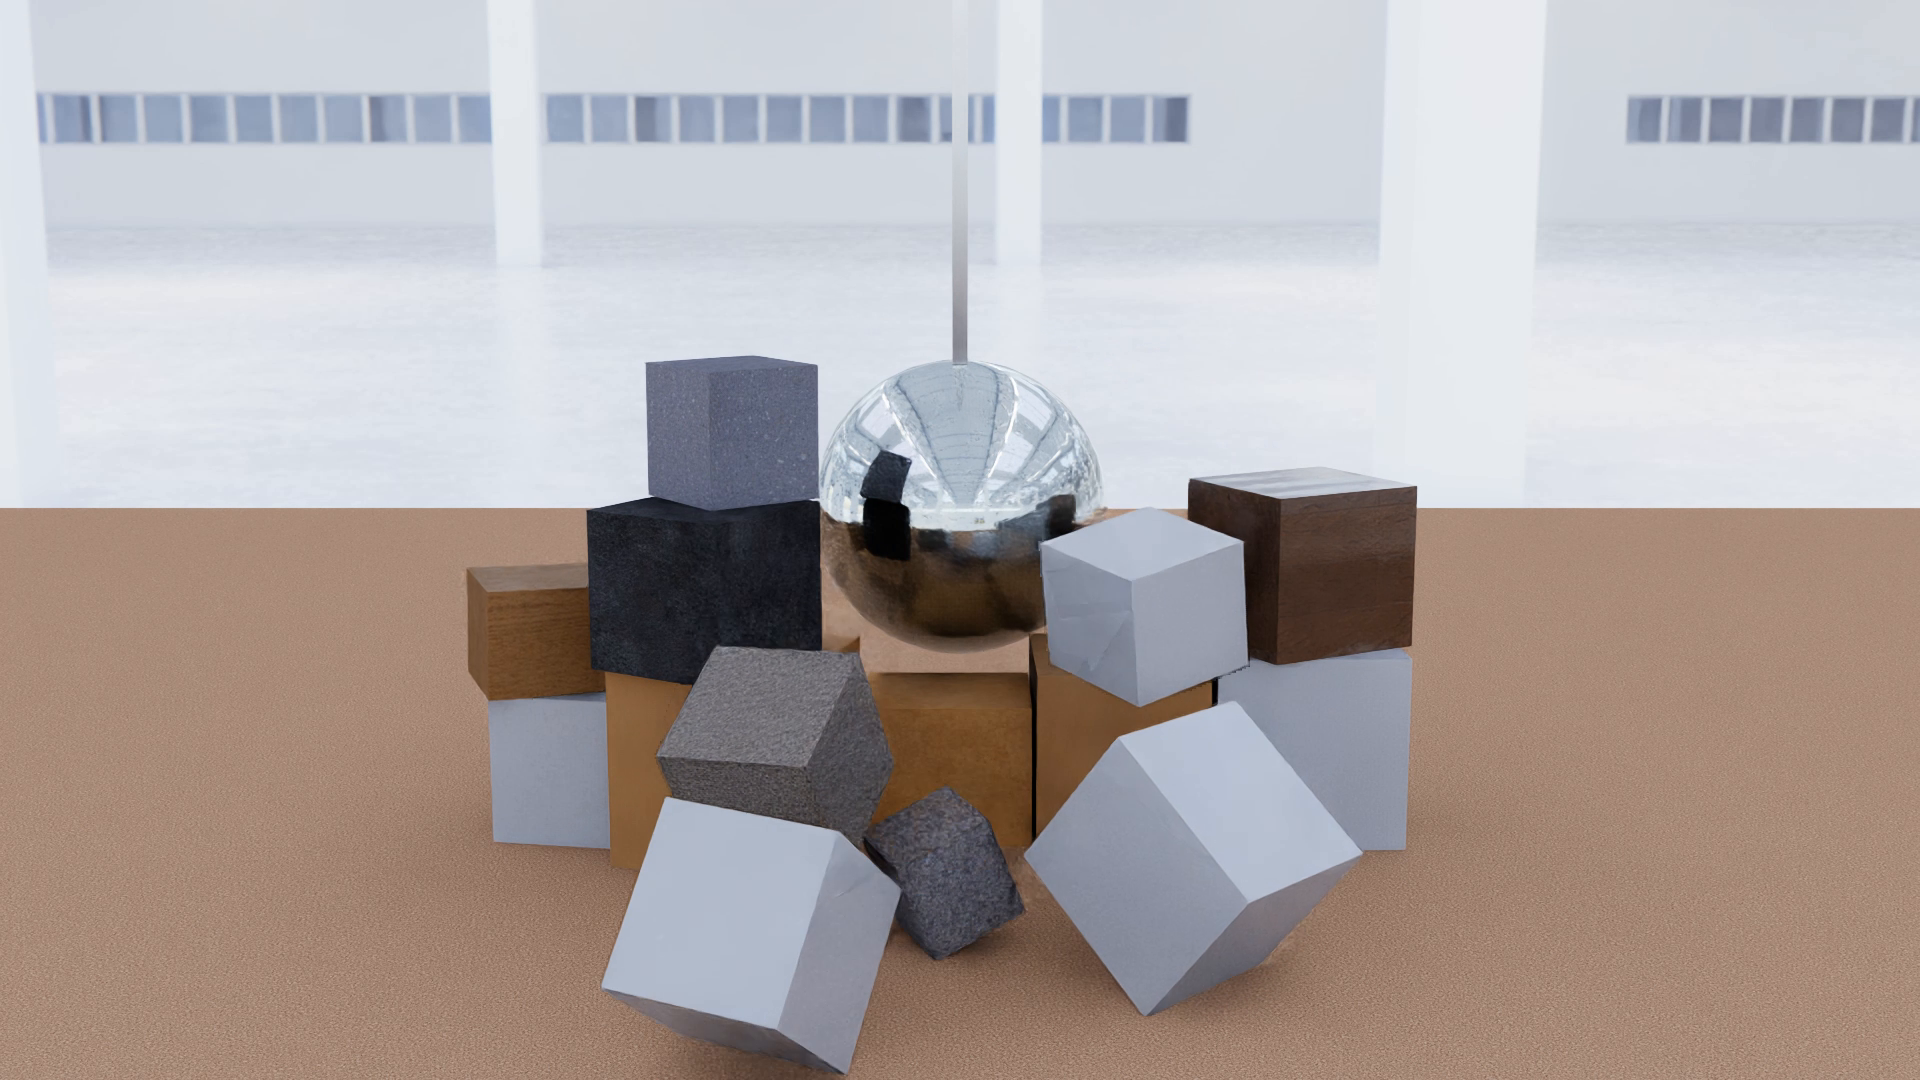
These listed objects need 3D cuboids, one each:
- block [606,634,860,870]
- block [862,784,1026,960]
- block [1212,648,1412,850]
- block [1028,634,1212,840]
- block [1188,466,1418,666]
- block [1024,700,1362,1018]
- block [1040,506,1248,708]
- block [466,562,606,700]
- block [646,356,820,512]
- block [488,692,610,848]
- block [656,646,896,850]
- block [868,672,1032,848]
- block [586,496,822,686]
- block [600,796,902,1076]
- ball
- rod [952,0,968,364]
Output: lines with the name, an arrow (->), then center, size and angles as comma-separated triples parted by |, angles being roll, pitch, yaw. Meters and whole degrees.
block -> -1.114, 1.049, 11.034 | 0.961, 0.989, 1.005 | 3, 11, 15
block -> -0.080, 1.467, 9.722 | 0.459, 0.489, 0.476 | -27, 21, -15
block -> 1.739, 0.992, 11.369 | 0.960, 0.981, 0.913 | 0, 10, -2
block -> 0.805, 1.029, 11.356 | 0.860, 0.912, 0.945 | 0, 10, -1
block -> 1.728, 0.110, 11.180 | 0.852, 0.821, 0.765 | -6, 12, -29
block -> 0.962, 1.310, 9.154 | 0.804, 0.787, 0.849 | -11, 54, -46
block -> 0.901, 0.310, 10.743 | 0.684, 0.647, 0.709 | -18, 24, -30
block -> -2.150, 0.458, 11.259 | 0.634, 0.550, 0.648 | -2, 11, -21
block -> -1.119, -0.539, 10.809 | 0.617, 0.659, 0.599 | -8, 13, -37
block -> -1.938, 1.106, 11.364 | 0.736, 0.758, 0.720 | 2, 10, 10
block -> -0.786, 0.962, 9.594 | 0.694, 0.693, 0.682 | 2, 41, 21
block -> -0.062, 1.125, 11.369 | 0.842, 0.719, 0.763 | 0, 10, 0
block -> -1.232, 0.216, 10.678 | 0.785, 0.776, 0.812 | 6, 12, 32
block -> -0.770, 1.502, 8.328 | 0.727, 0.744, 0.726 | 8, -23, 23
ball -> 0.000, -0.182, 11.942 | 1.600, 1.600, 1.600 | 0, 10, 0
rod -> 0.000, -3.419, 10.903 | 0.080, 5.200, 0.080 | 0, 18, 0
